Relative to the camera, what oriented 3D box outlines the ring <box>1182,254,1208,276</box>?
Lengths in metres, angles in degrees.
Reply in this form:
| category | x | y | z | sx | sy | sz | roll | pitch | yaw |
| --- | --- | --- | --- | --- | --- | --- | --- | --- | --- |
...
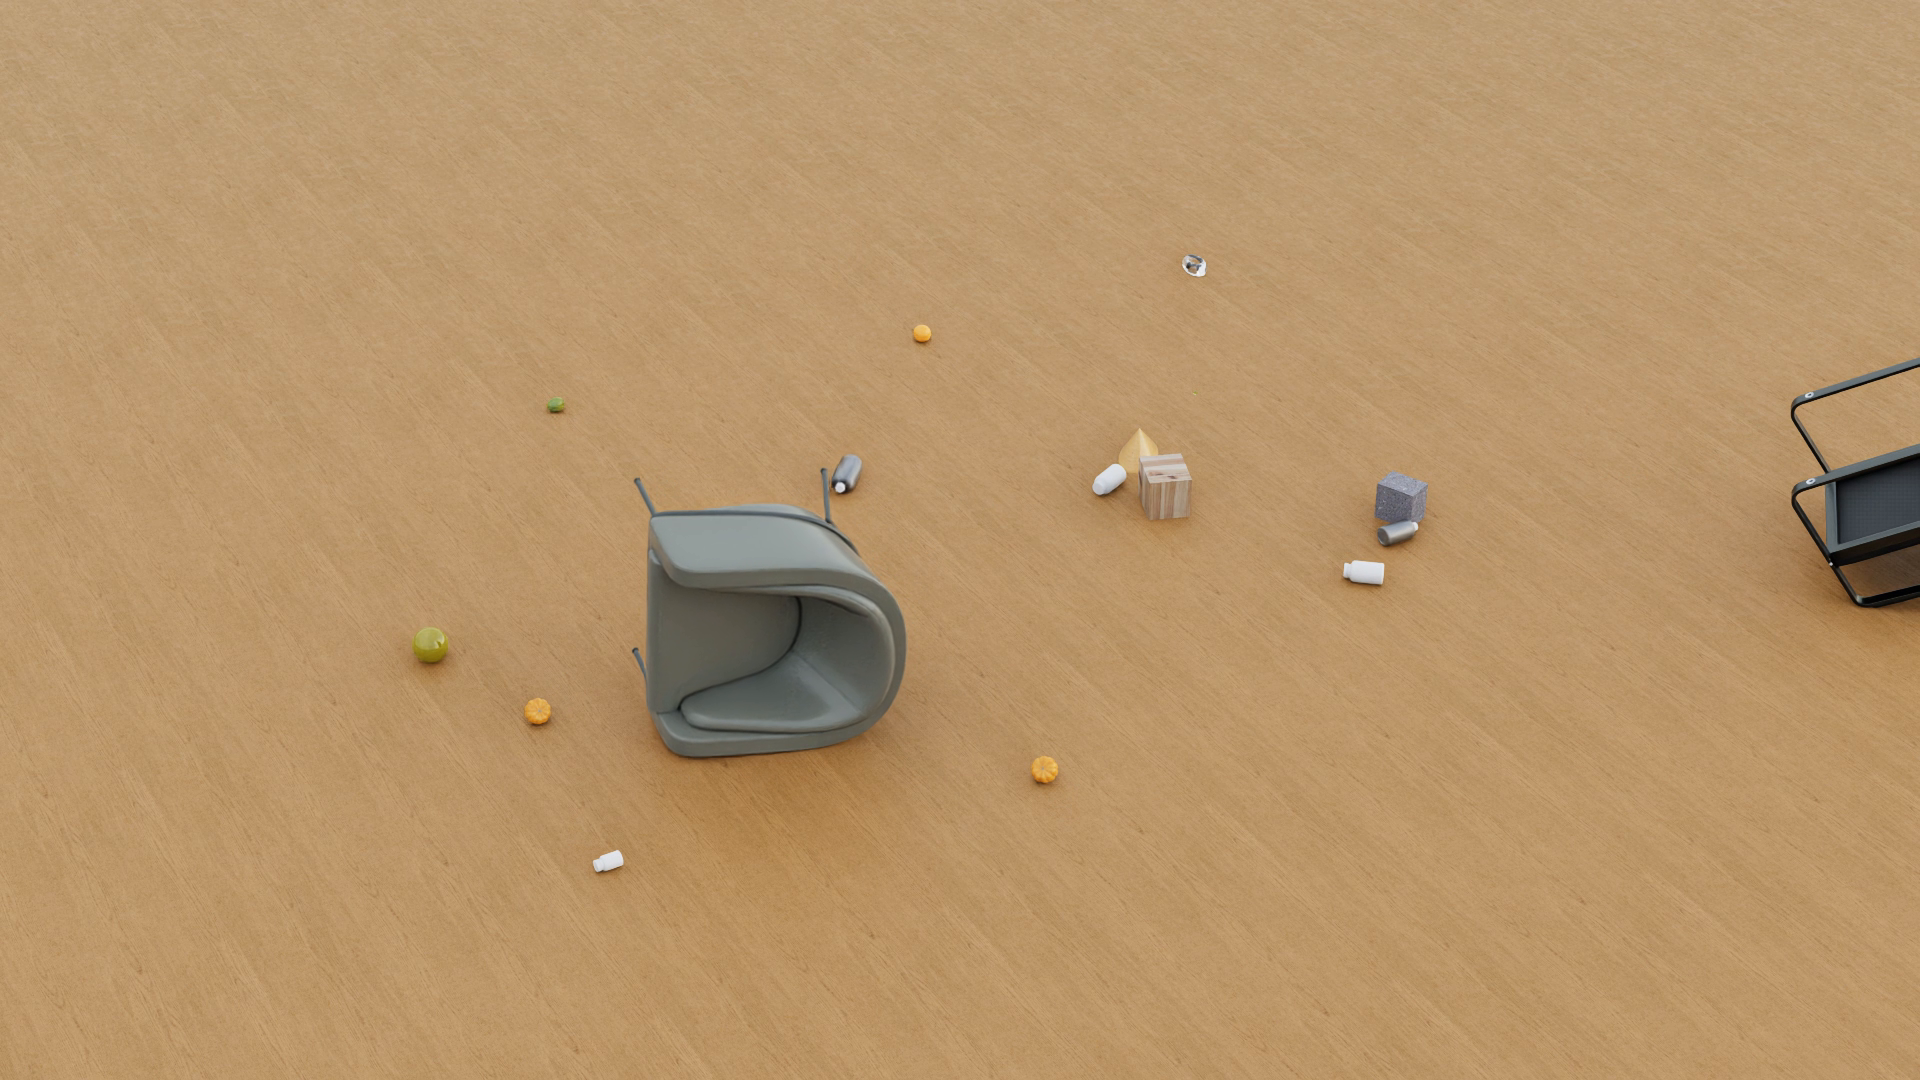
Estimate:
| category | x | y | z | sx | sy | sz | roll | pitch | yaw |
| --- | --- | --- | --- | --- | --- | --- | --- | --- | --- |
| ring | 1.017 | -1.189 | 12.699 | 0.090 | 0.057 | 0.138 | -20 | 39 | -25 |

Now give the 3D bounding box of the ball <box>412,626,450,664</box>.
| category | x | y | z | sx | sy | sz | roll | pitch | yaw |
| --- | --- | --- | --- | --- | --- | --- | --- | --- | --- |
| ball | -1.855 | 0.368 | 10.269 | 0.129 | 0.129 | 0.129 | 0 | 33 | 0 |

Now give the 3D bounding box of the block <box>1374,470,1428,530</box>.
| category | x | y | z | sx | sy | sz | roll | pitch | yaw |
| --- | --- | --- | --- | --- | --- | --- | --- | --- | --- |
| block | 1.660 | -0.149 | 11.034 | 0.153 | 0.150 | 0.112 | 23 | 40 | 30 |

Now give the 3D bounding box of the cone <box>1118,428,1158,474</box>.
| category | x | y | z | sx | sy | sz | roll | pitch | yaw |
| --- | --- | --- | --- | --- | --- | --- | --- | --- | --- |
| cone | 0.696 | -0.382 | 11.410 | 0.151 | 0.126 | 0.273 | 8 | 34 | 12 |

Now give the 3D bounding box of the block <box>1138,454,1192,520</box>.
| category | x | y | z | sx | sy | sz | roll | pitch | yaw |
| --- | --- | --- | --- | --- | --- | --- | --- | --- | --- |
| block | 0.775 | -0.202 | 11.101 | 0.161 | 0.165 | 0.190 | -5 | 34 | -8 |
